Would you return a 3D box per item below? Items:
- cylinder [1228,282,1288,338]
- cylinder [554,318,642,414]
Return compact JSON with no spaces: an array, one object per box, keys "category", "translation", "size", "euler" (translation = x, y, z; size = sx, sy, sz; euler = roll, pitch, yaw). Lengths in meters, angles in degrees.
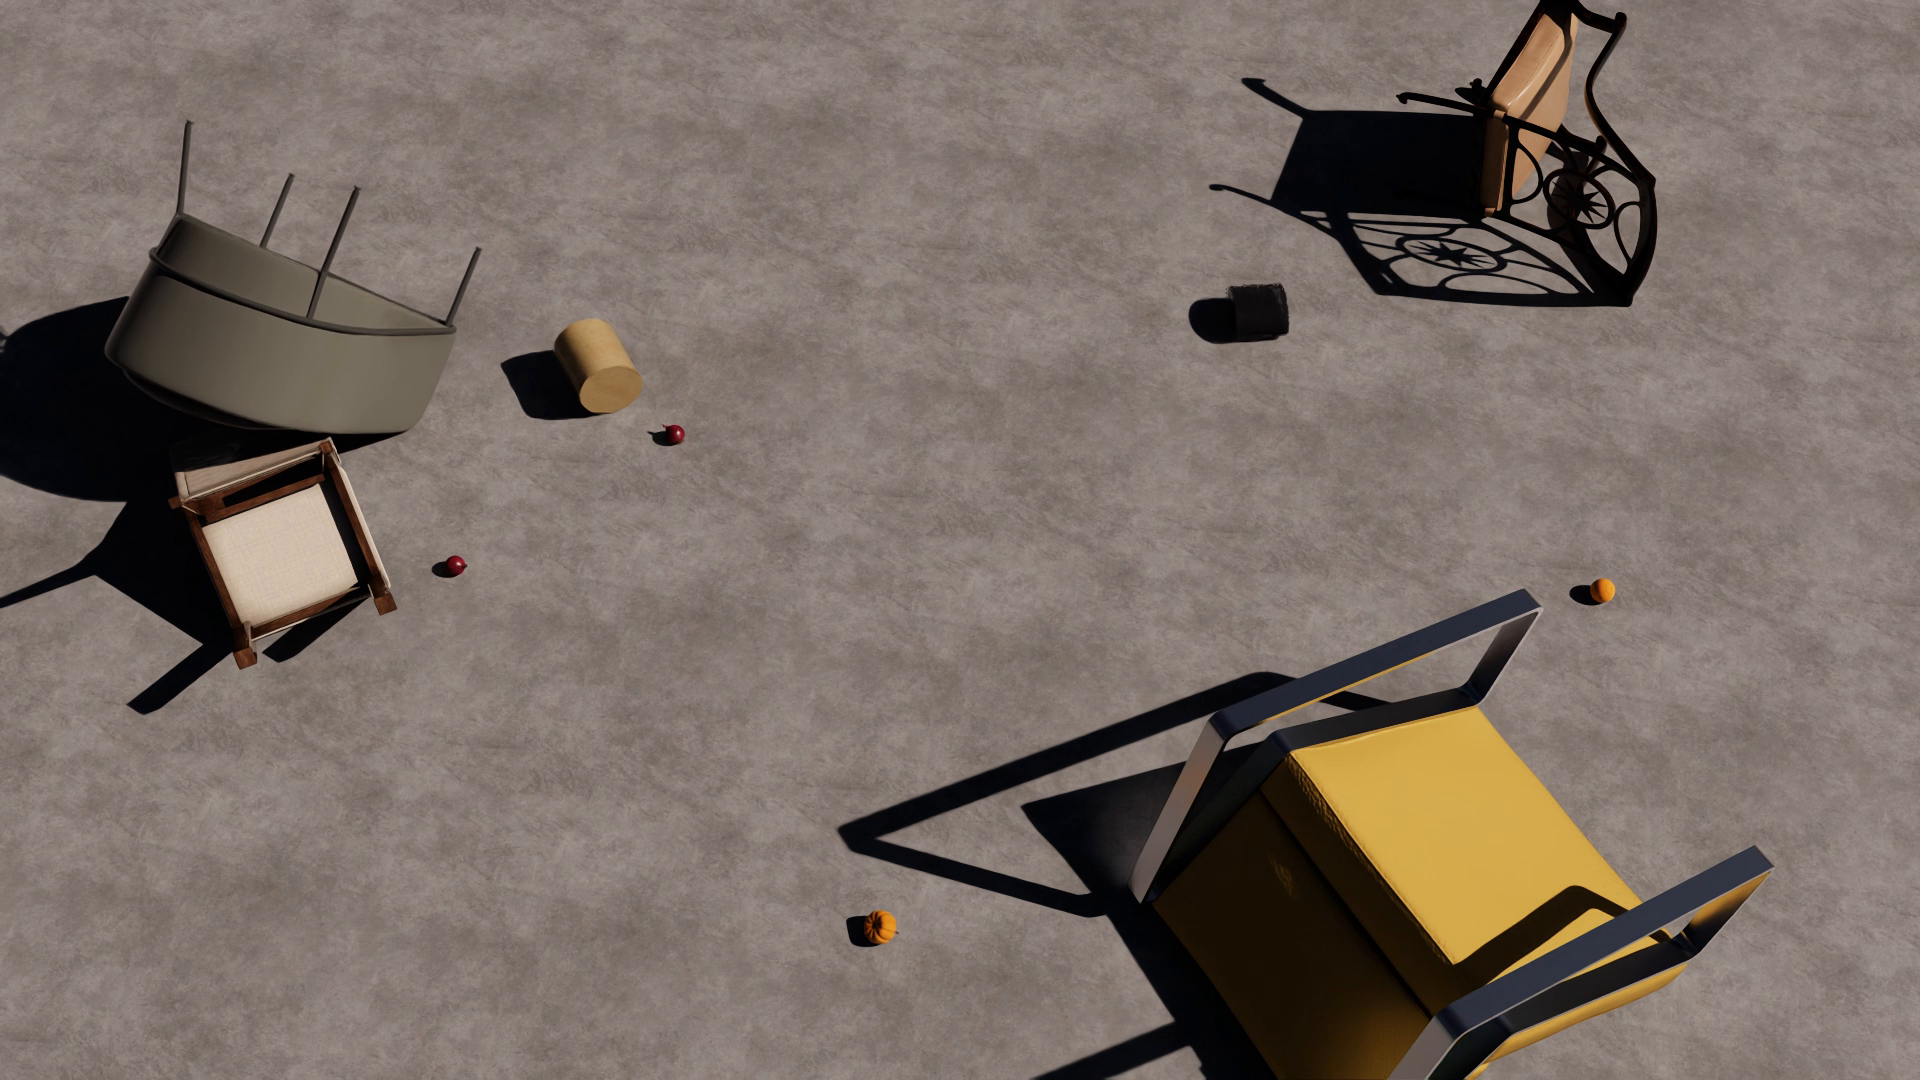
[{"category":"cylinder","translation":[0.947,-0.731,6.994],"size":[0.166,0.116,0.184],"euler":[-4,60,-3]},{"category":"cylinder","translation":[-1.119,-0.538,6.804],"size":[0.195,0.224,0.210],"euler":[-39,60,11]}]
